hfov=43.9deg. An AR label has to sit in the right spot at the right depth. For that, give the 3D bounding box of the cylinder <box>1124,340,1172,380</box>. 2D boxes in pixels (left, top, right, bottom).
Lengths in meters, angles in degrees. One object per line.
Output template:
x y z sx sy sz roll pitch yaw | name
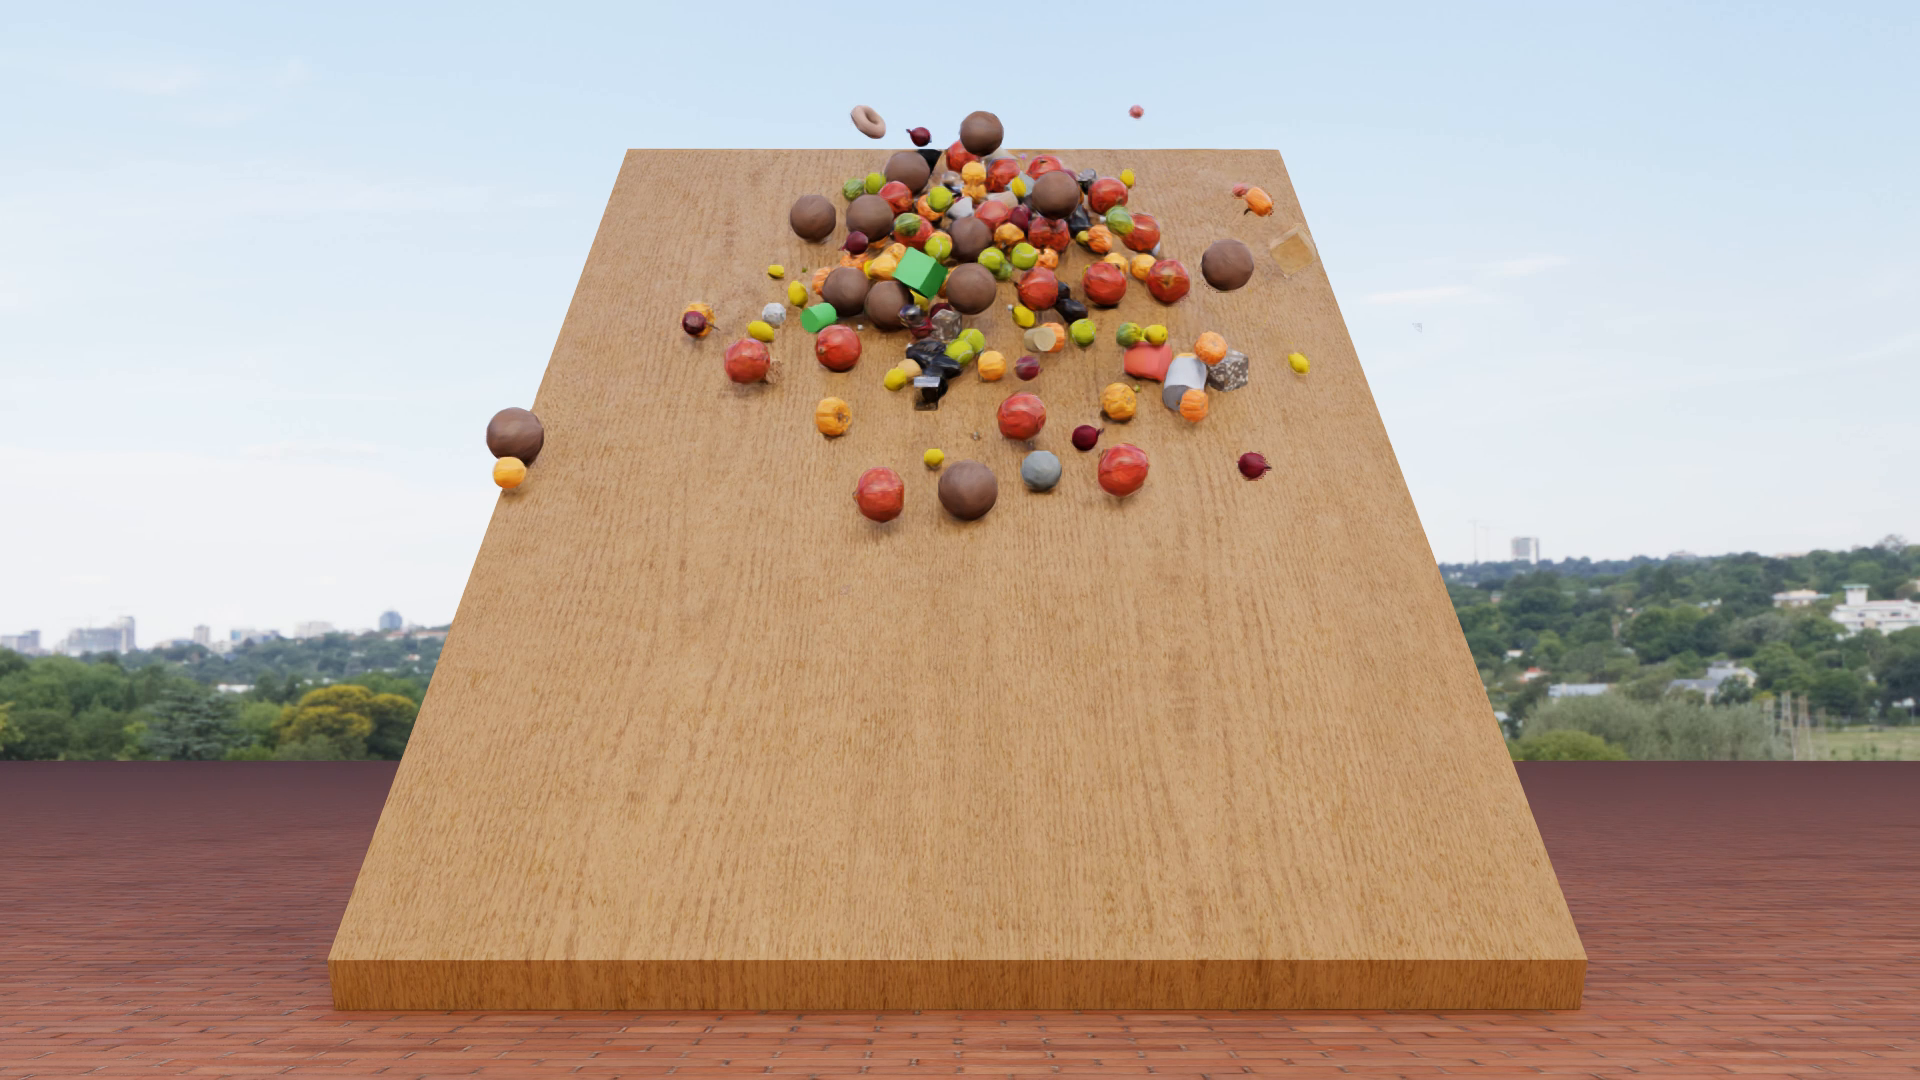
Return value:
0.455 -0.437 5.774 0.089 0.089 0.089 11 0 24 | cylinder

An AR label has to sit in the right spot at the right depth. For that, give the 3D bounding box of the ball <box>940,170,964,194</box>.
-0.024 -1.039 6.937 0.069 0.069 0.069 0 -5 0 | ball

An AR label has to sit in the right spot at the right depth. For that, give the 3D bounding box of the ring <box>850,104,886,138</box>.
-0.268 -1.231 7.013 0.122 0.122 0.041 6 -41 -48 | ring

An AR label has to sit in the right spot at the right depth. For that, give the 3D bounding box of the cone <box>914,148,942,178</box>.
-0.095 -1.108 7.068 0.082 0.082 0.082 0 -6 0 | cone

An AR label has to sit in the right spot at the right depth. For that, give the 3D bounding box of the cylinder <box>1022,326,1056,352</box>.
0.191 -0.483 5.748 0.059 0.059 0.059 2 -1 -26 | cylinder

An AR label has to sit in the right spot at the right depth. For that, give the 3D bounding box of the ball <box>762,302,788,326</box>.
-0.471 -0.573 6.059 0.062 0.062 0.062 0 -5 0 | ball

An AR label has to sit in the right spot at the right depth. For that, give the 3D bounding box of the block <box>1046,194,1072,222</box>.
0.275 -0.920 6.620 0.058 0.058 0.058 -7 -5 8 | block

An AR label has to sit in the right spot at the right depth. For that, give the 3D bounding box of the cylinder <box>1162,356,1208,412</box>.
0.529 -0.367 5.612 0.093 0.093 0.093 11 -39 9 | cylinder

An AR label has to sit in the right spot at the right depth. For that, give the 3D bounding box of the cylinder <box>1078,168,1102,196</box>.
0.369 -1.020 6.794 0.054 0.054 0.054 -3 -42 29 | cylinder

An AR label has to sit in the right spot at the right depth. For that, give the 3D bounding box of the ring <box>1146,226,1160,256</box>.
0.525 -0.815 6.499 0.029 0.086 0.086 -1 -5 15 | ring

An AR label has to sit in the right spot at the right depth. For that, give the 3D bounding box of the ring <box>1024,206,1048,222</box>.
0.213 -0.908 6.694 0.078 0.026 0.078 32 21 -14 | ring

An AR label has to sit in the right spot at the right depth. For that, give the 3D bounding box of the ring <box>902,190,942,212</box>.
-0.111 -0.970 6.831 0.116 0.039 0.116 -7 27 4 | ring

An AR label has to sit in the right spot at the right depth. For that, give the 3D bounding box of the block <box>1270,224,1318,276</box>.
0.880 -0.763 6.294 0.087 0.087 0.087 -32 13 22 | block

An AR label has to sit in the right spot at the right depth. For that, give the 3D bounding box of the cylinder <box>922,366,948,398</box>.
-0.061 -0.377 5.693 0.060 0.060 0.060 0 28 -4 | cylinder

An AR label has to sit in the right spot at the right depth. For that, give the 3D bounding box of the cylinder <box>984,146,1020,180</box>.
0.124 -1.103 6.985 0.074 0.074 0.074 6 30 -48 | cylinder

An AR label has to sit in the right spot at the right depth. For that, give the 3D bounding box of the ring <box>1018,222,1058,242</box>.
0.217 -0.856 6.623 0.112 0.037 0.112 -1 24 1 | ring

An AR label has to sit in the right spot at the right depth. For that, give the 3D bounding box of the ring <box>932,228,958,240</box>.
-0.040 -0.849 6.613 0.075 0.025 0.075 -12 15 3 | ring

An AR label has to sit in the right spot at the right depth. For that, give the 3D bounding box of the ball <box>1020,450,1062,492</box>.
0.179 -0.152 5.234 0.091 0.091 0.091 0 -5 0 | ball

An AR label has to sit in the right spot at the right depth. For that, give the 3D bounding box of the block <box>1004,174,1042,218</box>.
0.180 -0.979 6.771 0.076 0.076 0.076 34 -31 28 | block

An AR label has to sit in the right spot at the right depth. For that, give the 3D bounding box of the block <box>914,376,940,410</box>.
-0.080 -0.348 5.636 0.060 0.060 0.060 1 28 1 | block

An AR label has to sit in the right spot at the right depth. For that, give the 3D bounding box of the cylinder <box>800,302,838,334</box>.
-0.357 -0.563 6.038 0.065 0.065 0.065 -25 12 -39 | cylinder

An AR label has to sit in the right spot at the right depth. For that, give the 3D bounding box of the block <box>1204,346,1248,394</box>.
0.640 -0.410 5.742 0.076 0.076 0.076 -20 34 -34 | block

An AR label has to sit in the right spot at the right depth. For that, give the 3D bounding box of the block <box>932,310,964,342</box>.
-0.031 -0.540 6.003 0.058 0.058 0.058 12 30 21 | block

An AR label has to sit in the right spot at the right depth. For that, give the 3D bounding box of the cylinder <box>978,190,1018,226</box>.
0.109 -0.937 6.726 0.084 0.084 0.084 -15 1 -25 | cylinder

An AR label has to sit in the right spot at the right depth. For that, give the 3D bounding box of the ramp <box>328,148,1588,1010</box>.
-0.011 -0.223 5.573 2.000 0.100 4.000 0 28 0 | ramp

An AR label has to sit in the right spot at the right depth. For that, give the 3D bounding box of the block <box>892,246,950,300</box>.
-0.099 -0.669 5.979 0.087 0.087 0.087 31 0 26 | block

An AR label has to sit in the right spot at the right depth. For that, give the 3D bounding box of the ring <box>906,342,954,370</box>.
-0.073 -0.454 5.859 0.122 0.041 0.122 -1 28 1 | ring

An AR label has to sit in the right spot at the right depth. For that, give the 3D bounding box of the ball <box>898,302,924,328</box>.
-0.120 -0.557 5.923 0.065 0.065 0.065 0 -5 0 | ball

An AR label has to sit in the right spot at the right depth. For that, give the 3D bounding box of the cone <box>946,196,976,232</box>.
0.021 -0.896 6.662 0.090 0.090 0.090 -34 -10 -7 | cone

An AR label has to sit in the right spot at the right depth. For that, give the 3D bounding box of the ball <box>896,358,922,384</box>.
-0.124 -0.407 5.749 0.060 0.060 0.060 0 -5 0 | ball
